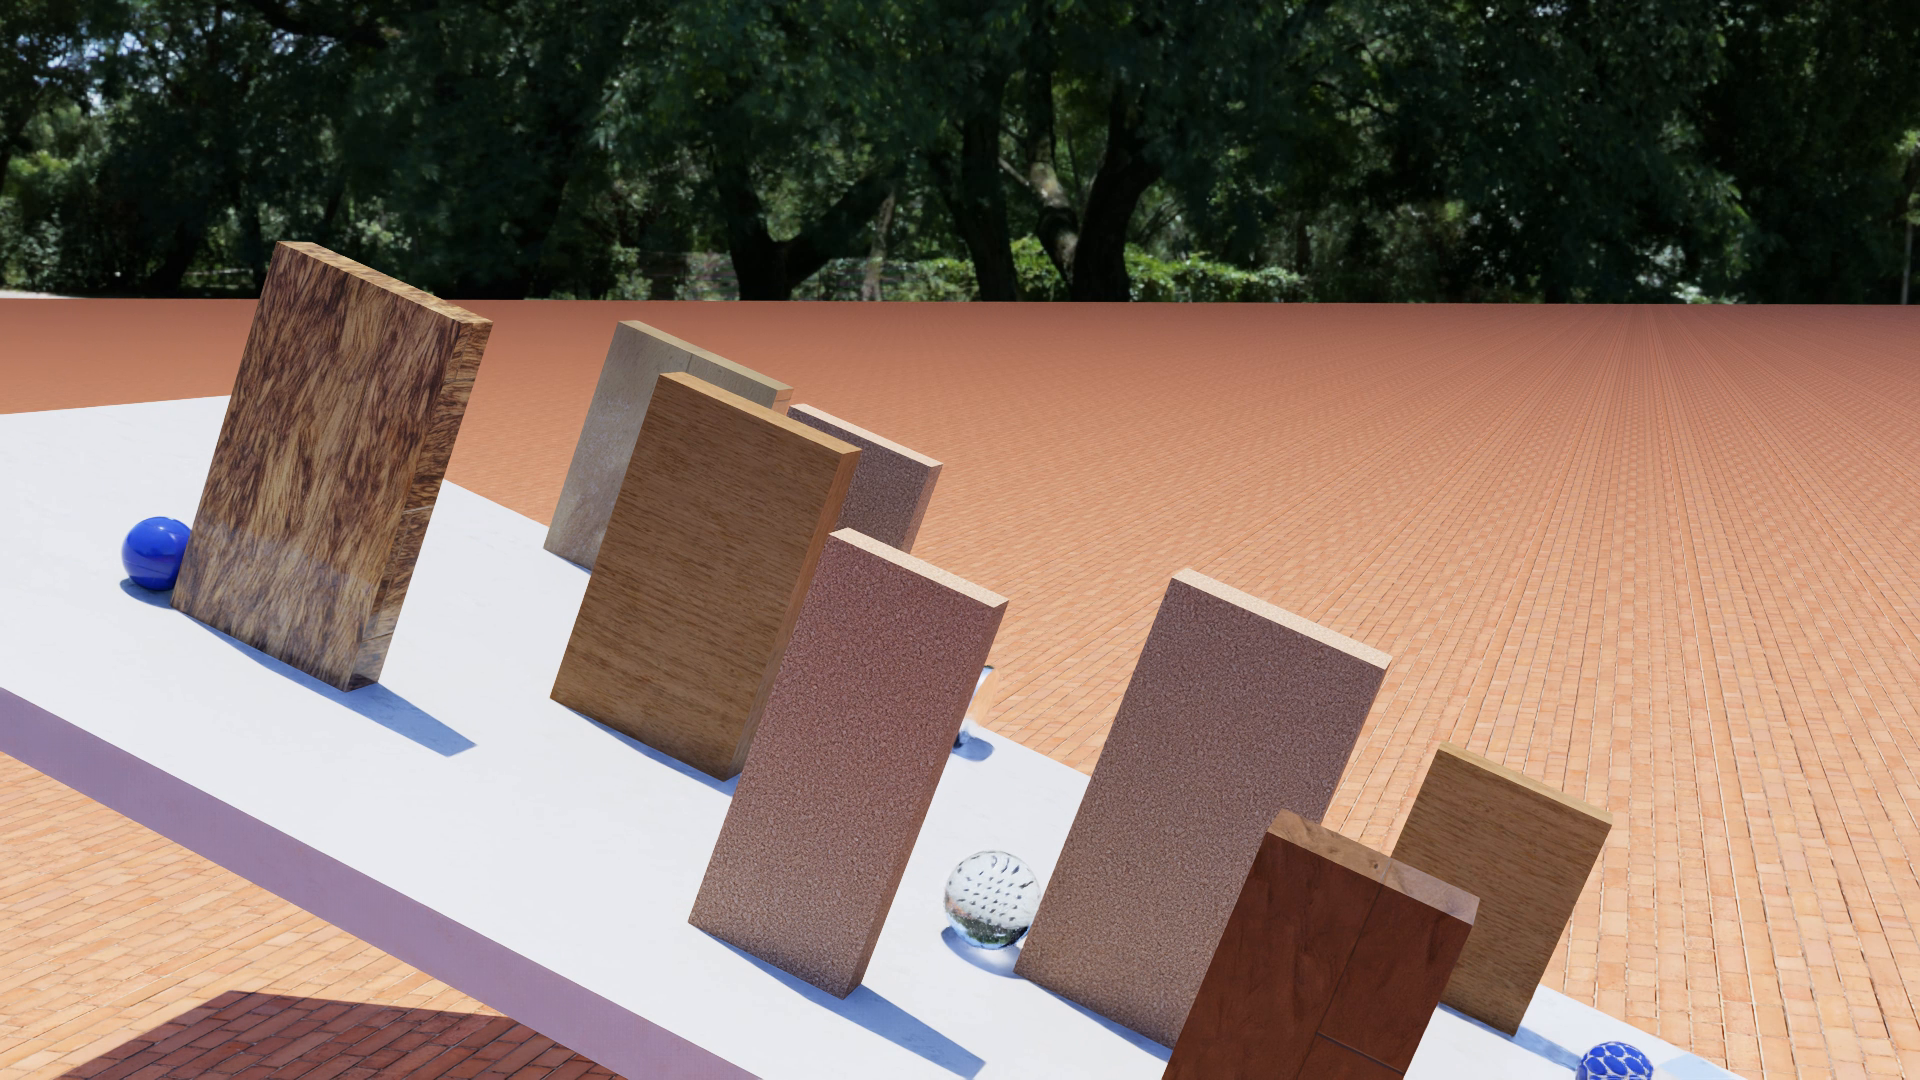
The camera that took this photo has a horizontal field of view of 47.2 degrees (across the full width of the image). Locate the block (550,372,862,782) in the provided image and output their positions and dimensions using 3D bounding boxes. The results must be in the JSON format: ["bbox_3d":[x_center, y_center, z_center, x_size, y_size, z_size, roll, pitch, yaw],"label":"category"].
[{"bbox_3d":[-0.493,0.069,4.228,0.394,0.681,0.108,24,13,13],"label":"block"}]

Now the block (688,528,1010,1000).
[{"bbox_3d":[-0.182,0.356,3.496,0.287,0.689,0.088,24,13,13],"label":"block"}]

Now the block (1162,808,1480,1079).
[{"bbox_3d":[0.477,0.733,3.151,0.303,0.607,0.139,24,13,13],"label":"block"}]

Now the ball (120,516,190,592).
[{"bbox_3d":[-1.483,0.026,4.080,0.140,0.140,0.140,0,7,0],"label":"ball"}]

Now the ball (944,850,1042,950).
[{"bbox_3d":[0.057,0.636,3.886,0.175,0.175,0.175,0,7,0],"label":"ball"}]

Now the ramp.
[{"bbox_3d":[-0.317,0.570,4.201,4.000,0.100,2.000,24,13,13],"label":"ramp"}]

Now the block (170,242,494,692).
[{"bbox_3d":[-1.141,-0.133,3.974,0.392,0.711,0.108,24,13,13],"label":"block"}]

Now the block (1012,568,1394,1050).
[{"bbox_3d":[0.412,0.476,3.777,0.382,0.759,0.128,24,13,13],"label":"block"}]

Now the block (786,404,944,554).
[{"bbox_3d":[-0.303,0.079,4.570,0.326,0.646,0.083,24,13,13],"label":"block"}]

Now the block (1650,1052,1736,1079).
[{"bbox_3d":[1.369,1.086,4.086,0.174,0.174,0.174,30,15,35],"label":"block"}]

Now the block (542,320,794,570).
[{"bbox_3d":[-0.687,-0.166,5.151,0.424,0.576,0.102,24,13,13],"label":"block"}]

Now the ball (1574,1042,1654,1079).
[{"bbox_3d":[1.247,1.030,4.178,0.151,0.151,0.151,0,7,0],"label":"ball"}]

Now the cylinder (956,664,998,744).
[{"bbox_3d":[-0.038,0.338,4.962,0.186,0.186,0.186,24,14,15],"label":"cylinder"}]

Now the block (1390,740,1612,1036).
[{"bbox_3d":[1.053,0.705,4.471,0.365,0.483,0.095,24,13,13],"label":"block"}]
